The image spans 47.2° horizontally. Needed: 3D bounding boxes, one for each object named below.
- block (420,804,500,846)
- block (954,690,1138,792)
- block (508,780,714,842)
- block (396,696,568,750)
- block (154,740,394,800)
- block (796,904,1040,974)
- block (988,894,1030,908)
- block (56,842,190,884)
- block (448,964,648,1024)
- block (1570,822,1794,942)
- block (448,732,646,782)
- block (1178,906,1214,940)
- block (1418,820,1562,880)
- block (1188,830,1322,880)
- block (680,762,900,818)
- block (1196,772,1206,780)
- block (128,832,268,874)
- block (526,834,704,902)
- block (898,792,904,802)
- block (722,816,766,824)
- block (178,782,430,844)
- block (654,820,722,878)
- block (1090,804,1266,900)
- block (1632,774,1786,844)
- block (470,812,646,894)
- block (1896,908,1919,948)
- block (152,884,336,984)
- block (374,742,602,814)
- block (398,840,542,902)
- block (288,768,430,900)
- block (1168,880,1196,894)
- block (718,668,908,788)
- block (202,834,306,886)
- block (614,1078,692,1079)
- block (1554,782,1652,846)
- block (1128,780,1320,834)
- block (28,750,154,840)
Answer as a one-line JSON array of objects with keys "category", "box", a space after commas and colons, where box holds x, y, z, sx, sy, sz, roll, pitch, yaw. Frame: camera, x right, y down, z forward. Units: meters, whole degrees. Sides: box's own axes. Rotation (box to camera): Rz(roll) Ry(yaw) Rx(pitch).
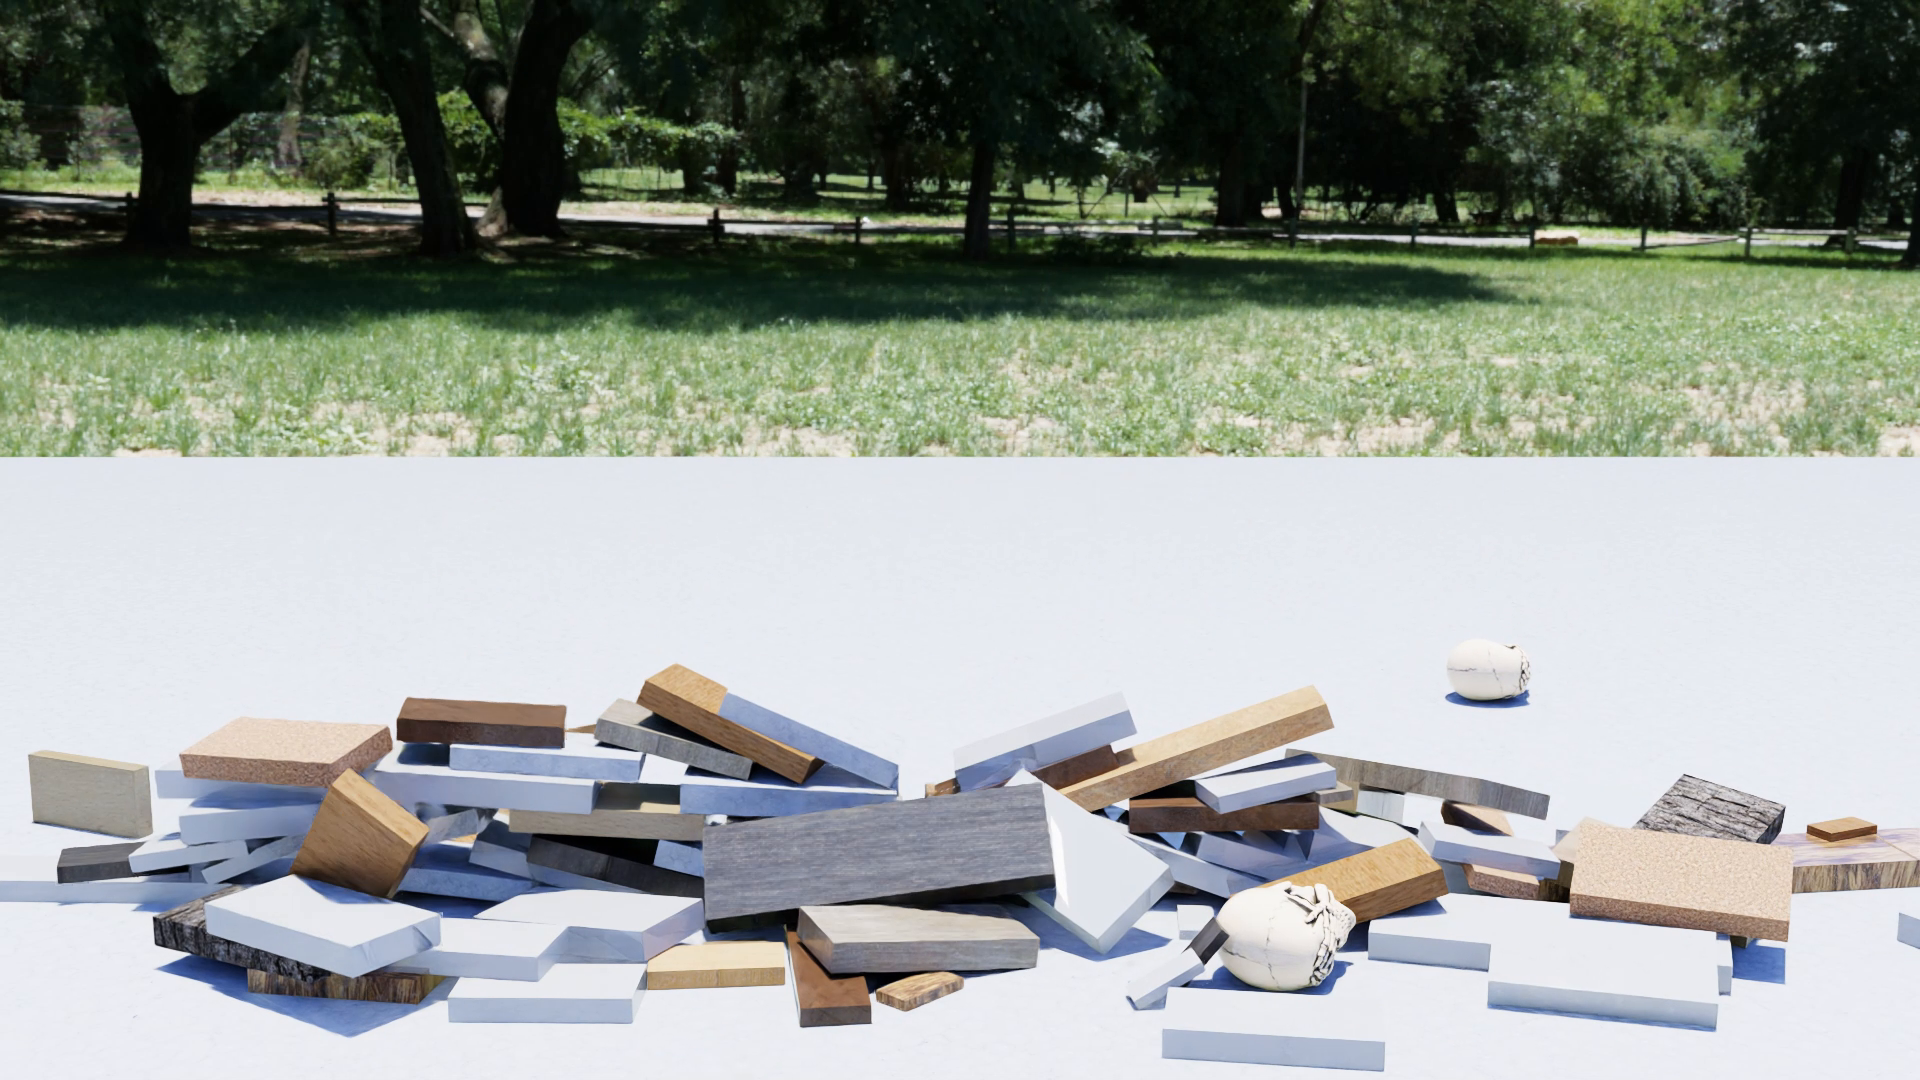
[{"category": "block", "box": [-0.913, 0.473, 3.635, 0.286, 0.041, 0.143, -14, 11, 5]}, {"category": "block", "box": [0.142, 0.343, 3.741, 0.310, 0.044, 0.155, -20, 7, 2]}, {"category": "block", "box": [-0.570, 0.443, 3.628, 0.315, 0.045, 0.158, 3, 10, 1]}, {"category": "block", "box": [-0.781, 0.300, 3.605, 0.264, 0.037, 0.132, 4, 11, -8]}, {"category": "block", "box": [-1.138, 0.382, 3.662, 0.344, 0.049, 0.172, -2, 11, 15]}, {"category": "block", "box": [-0.065, 0.605, 3.351, 0.331, 0.047, 0.166, 3, 9, -23]}, {"category": "block", "box": [-0.050, 0.512, 3.663, 0.349, 0.049, 0.175, 17, 10, -5]}, {"category": "block", "box": [-1.398, 0.536, 3.682, 0.202, 0.029, 0.101, -3, 11, -17]}, {"category": "block", "box": [-0.597, 0.658, 3.199, 0.264, 0.037, 0.132, 0, 11, 1]}, {"category": "block", "box": [1.113, 0.526, 3.391, 0.317, 0.045, 0.158, 5, 37, 20]}, {"category": "block", "box": [-0.671, 0.349, 3.599, 0.303, 0.037, 0.132, 4, 10, -4]}, {"category": "block", "box": [0.377, 0.611, 3.512, 0.057, 0.016, 0.113, 1, 11, 4]}, {"category": "block", "box": [0.855, 0.500, 3.557, 0.206, 0.029, 0.103, 11, 10, -3]}, {"category": "block", "box": [0.539, 0.527, 3.661, 0.307, 0.043, 0.153, 16, 10, -2]}, {"category": "block", "box": [-0.277, 0.409, 3.634, 0.349, 0.049, 0.175, 3, 10, -1]}, {"category": "block", "box": [0.449, 0.478, 4.105, 0.017, 0.061, 0.122, 1, 11, 6]}, {"category": "block", "box": [-1.246, 0.501, 3.614, 0.203, 0.029, 0.101, -9, 11, 7]}, {"category": "block", "box": [-0.546, 0.524, 3.640, 0.315, 0.045, 0.158, 15, 11, -4]}, {"category": "block", "box": [-0.125, 0.490, 3.812, 0.081, 0.162, 0.023, -9, 54, 8]}, {"category": "block", "box": [-0.222, 0.511, 3.649, 0.349, 0.049, 0.175, 17, 10, -6]}, {"category": "block", "box": [-1.067, 0.435, 3.618, 0.377, 0.049, 0.172, -5, 11, -1]}, {"category": "block", "box": [-0.341, 0.531, 3.645, 0.315, 0.045, 0.157, 15, 10, -4]}, {"category": "block", "box": [0.352, 0.518, 3.651, 0.307, 0.043, 0.153, 19, 10, 0]}, {"category": "block", "box": [1.200, 0.492, 3.584, 0.174, 0.049, 0.347, 17, 27, 33]}, {"category": "block", "box": [-0.658, 0.532, 3.666, 0.286, 0.041, 0.143, 15, 11, -1]}, {"category": "block", "box": [1.657, 0.606, 3.457, 0.330, 0.047, 0.165, -6, 12, -27]}, {"category": "block", "box": [-1.040, 0.593, 3.325, 0.324, 0.046, 0.162, 5, 12, 28]}, {"category": "block", "box": [-0.764, 0.387, 3.588, 0.344, 0.049, 0.172, 4, 10, -4]}, {"category": "block", "box": [-0.844, 0.546, 3.659, 0.286, 0.041, 0.143, 7, 11, -2]}, {"category": "block", "box": [-0.921, 0.487, 3.341, 0.152, 0.303, 0.043, 37, 41, 0]}, {"category": "block", "box": [0.311, 0.556, 3.664, 0.163, 0.023, 0.081, 6, 11, 1]}, {"category": "block", "box": [-0.241, 0.309, 3.637, 0.304, 0.043, 0.152, 23, 12, -1]}, {"category": "block", "box": [-1.141, 0.507, 3.639, 0.203, 0.029, 0.101, -22, 10, 3]}, {"category": "block", "box": [-0.403, 0.739, 2.789, 0.102, 0.029, 0.203, 0, 11, 0]}, {"category": "block", "box": [1.170, 0.509, 3.990, 0.150, 0.043, 0.301, 4, 11, 19]}, {"category": "block", "box": [0.434, 0.439, 3.654, 0.307, 0.043, 0.153, -2, 10, 4]}, {"category": "block", "box": [-1.584, 0.462, 4.006, 0.256, 0.128, 0.036, 5, 12, 24]}]
